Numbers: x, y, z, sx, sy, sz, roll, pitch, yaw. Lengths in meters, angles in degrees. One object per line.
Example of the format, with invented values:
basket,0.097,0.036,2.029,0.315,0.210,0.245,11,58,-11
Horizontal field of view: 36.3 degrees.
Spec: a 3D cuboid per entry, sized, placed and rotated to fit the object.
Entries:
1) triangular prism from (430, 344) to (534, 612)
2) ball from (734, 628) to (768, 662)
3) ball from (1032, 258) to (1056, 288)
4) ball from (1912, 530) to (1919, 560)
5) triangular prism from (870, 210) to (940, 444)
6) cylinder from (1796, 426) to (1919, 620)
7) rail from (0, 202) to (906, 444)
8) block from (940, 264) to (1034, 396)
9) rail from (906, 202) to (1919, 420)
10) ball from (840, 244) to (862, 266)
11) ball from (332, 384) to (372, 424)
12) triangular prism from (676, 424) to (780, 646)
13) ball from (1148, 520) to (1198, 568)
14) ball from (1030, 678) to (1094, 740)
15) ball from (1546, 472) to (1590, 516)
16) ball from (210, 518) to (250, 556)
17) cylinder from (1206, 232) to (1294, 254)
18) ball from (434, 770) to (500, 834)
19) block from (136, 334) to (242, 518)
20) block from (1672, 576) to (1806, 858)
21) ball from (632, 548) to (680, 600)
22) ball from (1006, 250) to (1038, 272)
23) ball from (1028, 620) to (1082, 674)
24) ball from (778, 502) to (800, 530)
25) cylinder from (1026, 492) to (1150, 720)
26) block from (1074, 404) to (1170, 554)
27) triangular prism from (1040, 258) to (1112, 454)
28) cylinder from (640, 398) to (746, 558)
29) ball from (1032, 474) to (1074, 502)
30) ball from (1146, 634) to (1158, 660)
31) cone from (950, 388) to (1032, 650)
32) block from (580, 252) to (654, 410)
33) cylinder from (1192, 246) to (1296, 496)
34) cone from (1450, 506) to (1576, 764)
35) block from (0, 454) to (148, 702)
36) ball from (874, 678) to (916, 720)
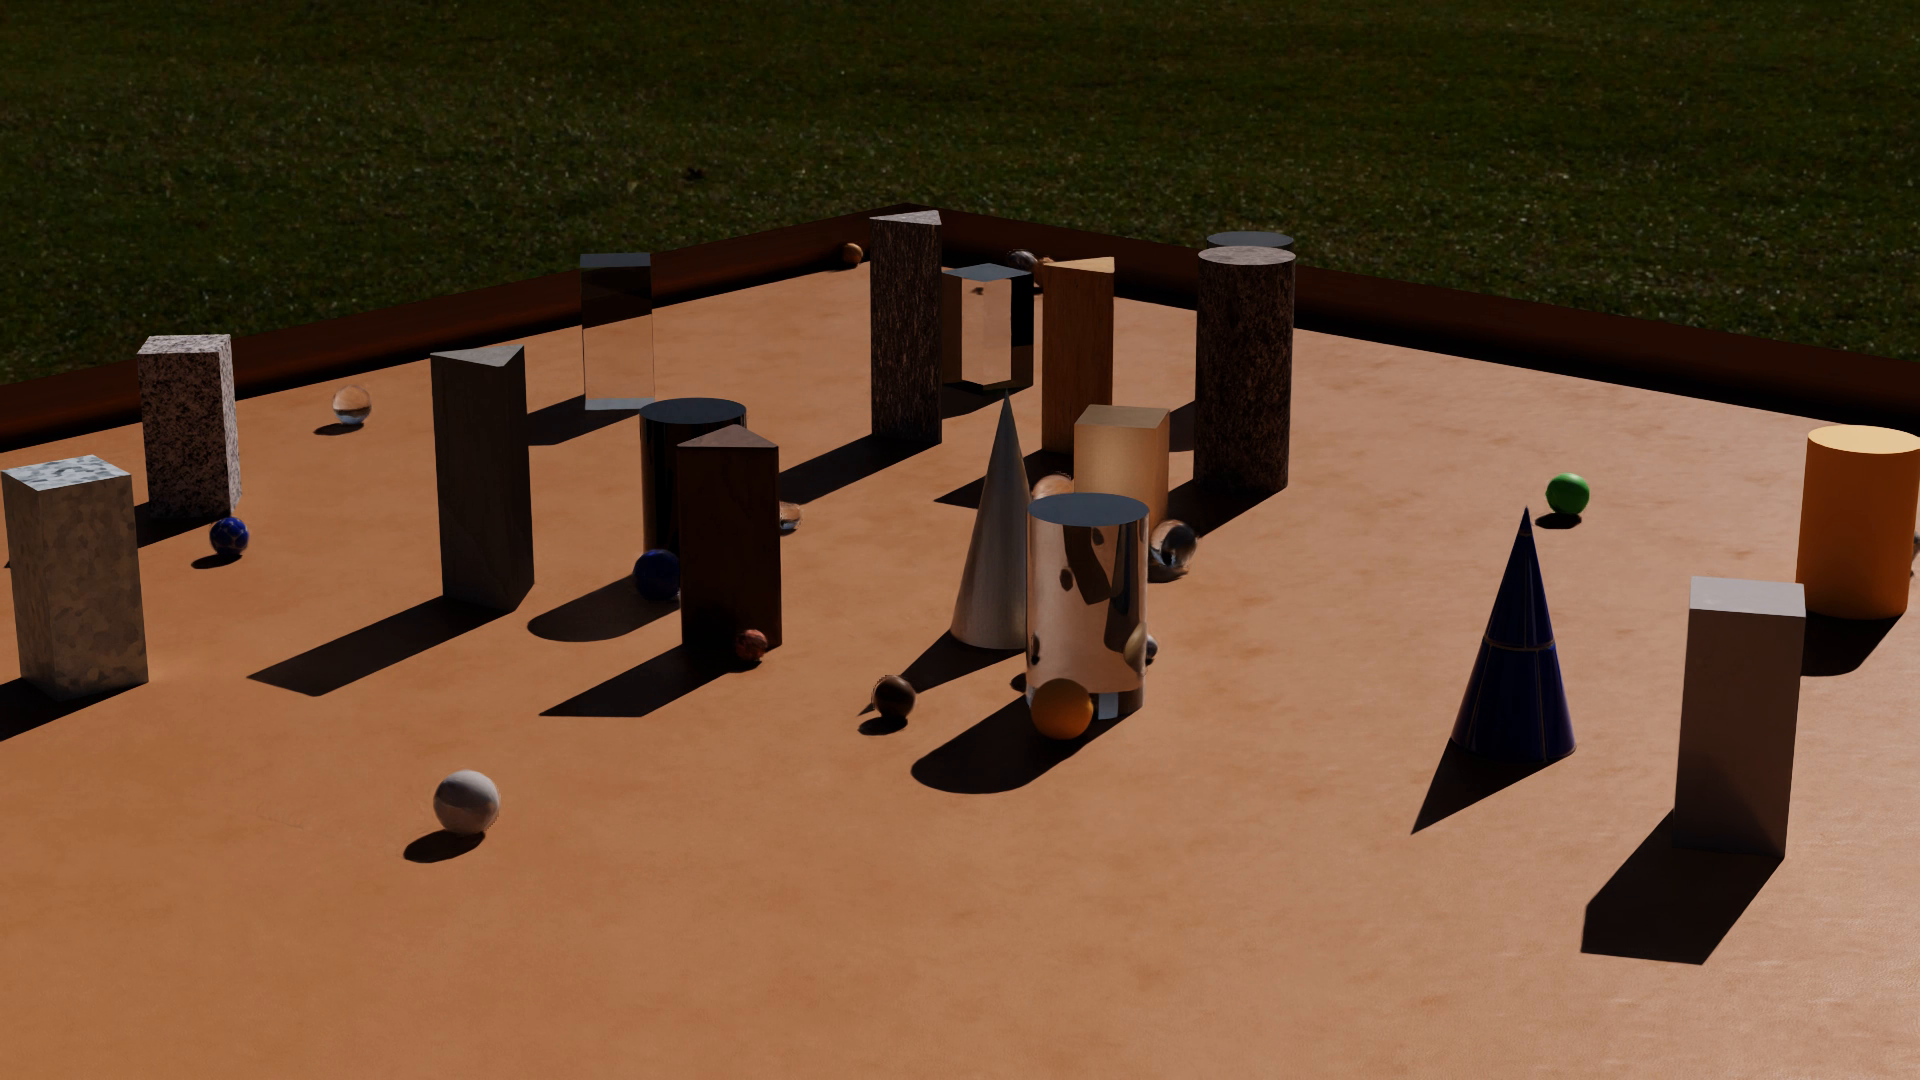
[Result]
triangular prism,-0.795,-0.114,5.068,0.163,0.432,0.141,11,20,33
ball,-0.341,0.171,4.779,0.054,0.054,0.054,0,17,0
ball,0.223,-0.691,7.591,0.077,0.077,0.077,0,17,0
ball,1.683,0.007,5.271,0.082,0.082,0.082,0,17,0
triangular prism,-0.082,-0.450,6.132,0.163,0.460,0.141,8,19,26
cylinder,1.542,-0.032,5.036,0.189,0.293,0.189,0,17,0
rail,-1.612,-0.374,6.460,0.045,0.122,4.516,14,22,39
block,0.059,-0.472,6.554,0.151,0.257,0.151,-14,22,-39
rail,1.465,-0.457,6.736,4.316,0.122,0.045,14,22,39
ball,-0.291,-0.766,7.870,0.059,0.059,0.059,0,17,0
ball,-1.294,-0.288,6.245,0.084,0.084,0.084,0,17,0
triangular prism,-0.377,-0.009,4.878,0.163,0.341,0.141,0,17,2
ball,0.383,0.006,5.267,0.087,0.087,0.087,0,17,0
ball,0.154,0.256,4.429,0.094,0.094,0.094,0,17,0
ball,1.157,-0.087,5.581,0.082,0.082,0.082,0,17,0
ball,-1.328,-0.006,5.335,0.071,0.071,0.071,0,17,0
cylinder,0.630,-0.481,6.412,0.189,0.357,0.189,0,17,0
ball,-0.686,0.365,4.075,0.090,0.090,0.090,0,17,0
block,-1.471,-0.218,5.605,0.151,0.321,0.151,-2,17,-5
block,1.071,0.242,4.039,0.151,0.346,0.151,4,17,14
ball,-0.522,0.060,5.082,0.090,0.090,0.090,0,17,0
ball,0.162,-0.714,7.652,0.084,0.084,0.084,0,17,0
ball,0.152,0.172,4.721,0.086,0.086,0.086,0,17,0
ball,-0.324,-0.045,5.497,0.051,0.051,0.051,0,17,0
cylinder,0.197,0.101,4.565,0.189,0.311,0.189,0,17,0
block,0.298,-0.114,5.404,0.151,0.236,0.151,4,17,13
triangular prism,0.274,-0.378,6.015,0.163,0.389,0.141,11,20,31
cylinder,-0.470,-0.085,5.205,0.189,0.298,0.189,0,17,0
ball,0.180,-0.080,5.548,0.090,0.090,0.090,0,17,0
ball,0.303,0.175,4.788,0.041,0.041,0.041,0,17,0
cone,0.077,-0.049,4.870,0.189,0.422,0.189,0,17,0
block,-0.748,-0.457,6.405,0.151,0.315,0.151,-2,17,-6
cylinder,0.556,-0.333,5.749,0.189,0.457,0.189,0,17,0
cone,0.836,0.126,4.376,0.189,0.373,0.189,0,17,0
block,-1.402,0.059,4.647,0.151,0.345,0.151,-13,21,-37
ball,-0.100,0.244,4.517,0.066,0.066,0.066,0,17,0
